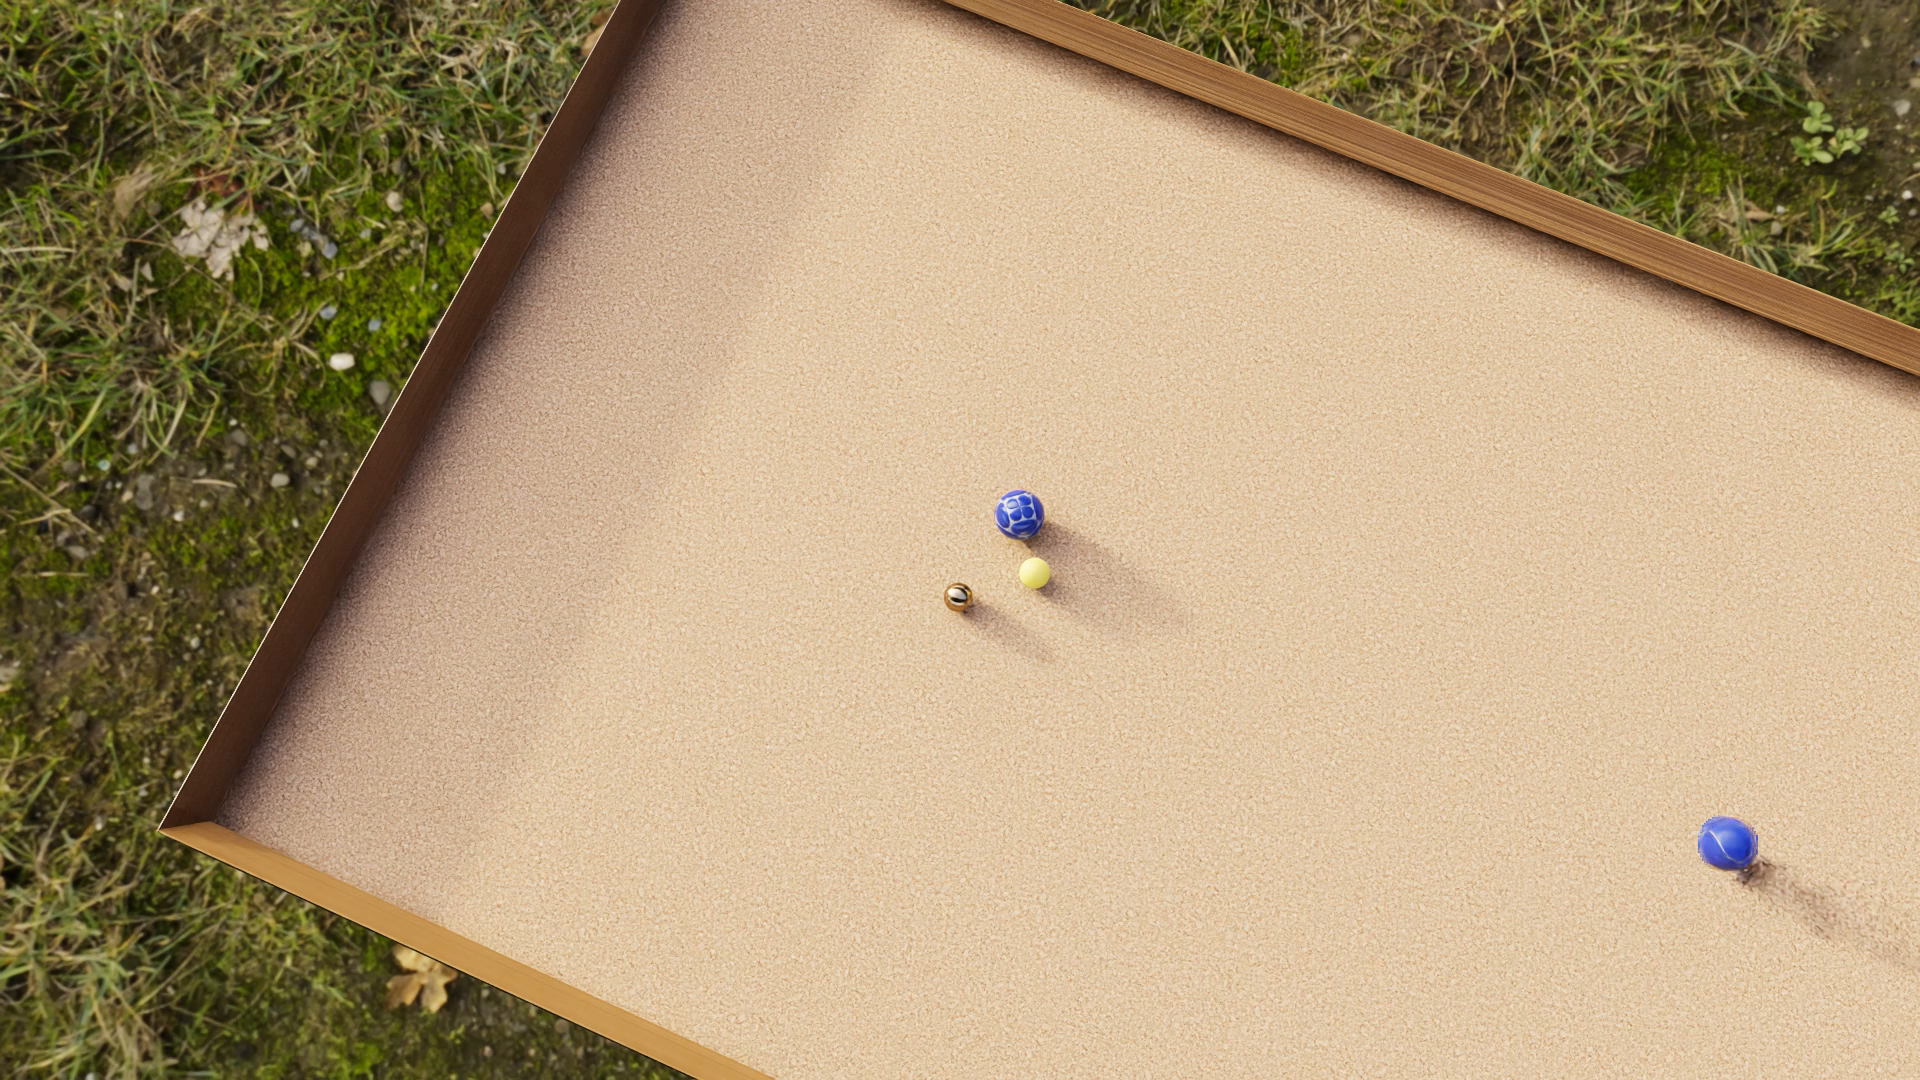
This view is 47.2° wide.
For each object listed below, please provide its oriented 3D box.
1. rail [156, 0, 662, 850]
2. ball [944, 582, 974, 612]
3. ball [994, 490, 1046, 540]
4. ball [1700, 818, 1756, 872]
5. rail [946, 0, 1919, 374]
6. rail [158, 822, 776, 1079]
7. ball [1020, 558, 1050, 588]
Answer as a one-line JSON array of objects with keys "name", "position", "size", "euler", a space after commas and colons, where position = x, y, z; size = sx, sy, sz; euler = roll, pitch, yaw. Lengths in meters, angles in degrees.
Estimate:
[{"name": "rail", "position": [-0.784, -0.335, 3.494], "size": [0.045, 0.103, 1.797], "euler": [23, 73, 7]}, {"name": "ball", "position": [-0.003, 0.088, 3.386], "size": [0.046, 0.046, 0.046], "euler": [0, 72, 0]}, {"name": "ball", "position": [0.092, -0.039, 3.410], "size": [0.079, 0.079, 0.079], "euler": [0, 72, 0]}, {"name": "ball", "position": [1.135, 0.450, 3.251], "size": [0.079, 0.079, 0.079], "euler": [0, 72, 0]}, {"name": "rail", "position": [1.157, -0.432, 3.526], "size": [3.520, 0.103, 0.045], "euler": [23, 73, 7]}, {"name": "rail", "position": [0.454, 1.090, 3.028], "size": [3.520, 0.103, 0.045], "euler": [23, 73, 7]}, {"name": "ball", "position": [0.116, 0.051, 3.397], "size": [0.048, 0.048, 0.048], "euler": [0, 72, 0]}]
